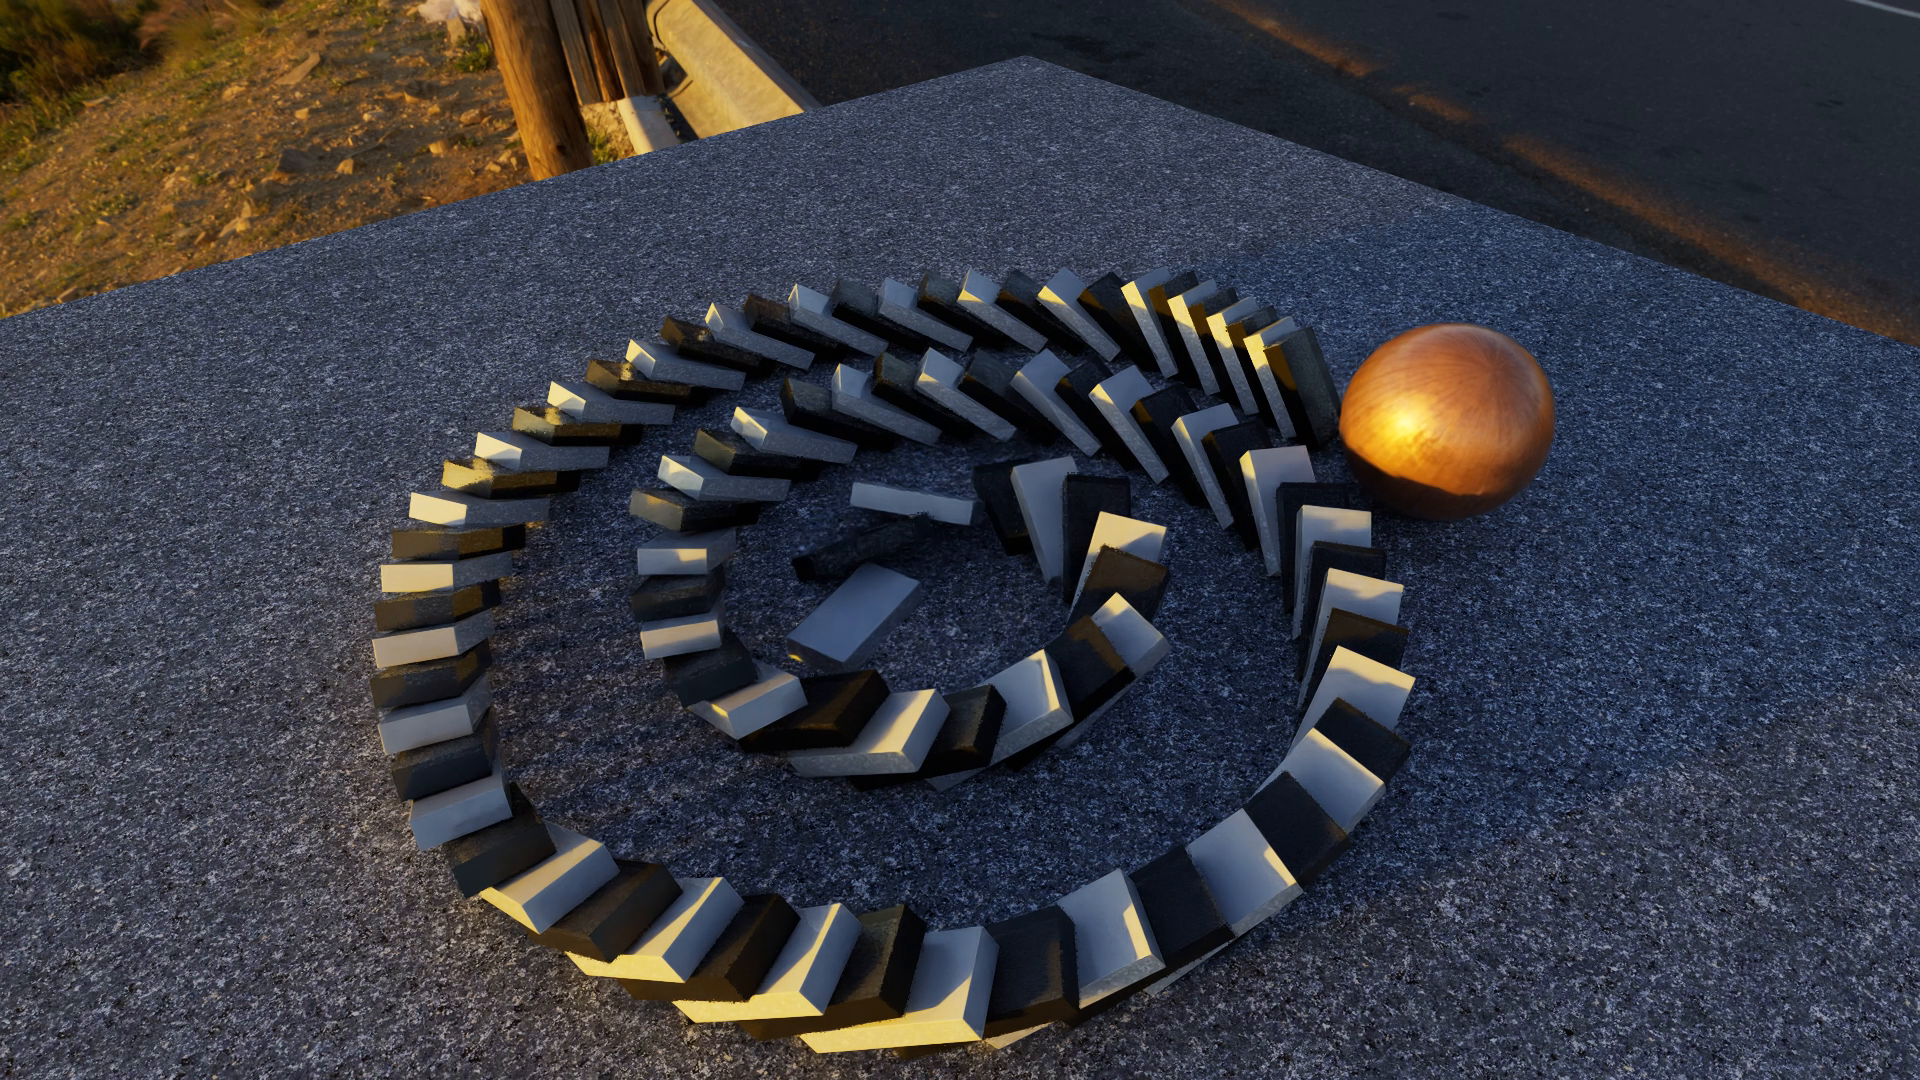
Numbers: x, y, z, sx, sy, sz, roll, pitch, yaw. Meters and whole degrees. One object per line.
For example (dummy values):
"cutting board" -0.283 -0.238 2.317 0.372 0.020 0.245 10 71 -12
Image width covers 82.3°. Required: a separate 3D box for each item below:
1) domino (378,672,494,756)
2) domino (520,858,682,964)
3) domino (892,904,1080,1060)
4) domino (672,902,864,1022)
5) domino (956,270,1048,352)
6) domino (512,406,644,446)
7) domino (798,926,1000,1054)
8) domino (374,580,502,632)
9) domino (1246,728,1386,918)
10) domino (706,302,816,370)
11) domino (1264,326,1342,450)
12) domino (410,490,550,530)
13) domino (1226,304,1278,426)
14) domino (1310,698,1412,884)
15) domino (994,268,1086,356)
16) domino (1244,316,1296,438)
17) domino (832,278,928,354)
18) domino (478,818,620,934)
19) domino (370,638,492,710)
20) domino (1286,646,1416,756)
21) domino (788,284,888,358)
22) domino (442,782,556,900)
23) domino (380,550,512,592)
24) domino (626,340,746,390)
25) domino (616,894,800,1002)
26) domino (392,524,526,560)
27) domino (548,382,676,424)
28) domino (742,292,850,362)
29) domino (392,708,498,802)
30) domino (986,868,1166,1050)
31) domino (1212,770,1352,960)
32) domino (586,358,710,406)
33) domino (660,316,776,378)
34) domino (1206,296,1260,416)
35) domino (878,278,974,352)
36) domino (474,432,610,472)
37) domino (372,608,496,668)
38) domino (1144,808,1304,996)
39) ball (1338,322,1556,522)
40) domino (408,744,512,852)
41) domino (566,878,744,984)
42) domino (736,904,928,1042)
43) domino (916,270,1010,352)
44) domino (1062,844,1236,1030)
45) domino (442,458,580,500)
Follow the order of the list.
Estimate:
"domino" -0.168 0.055 0.356 0.025 0.009 0.050 -13 8 -15
"domino" -0.099 0.100 0.300 0.050 0.009 0.025 -14 22 47
"domino" 0.006 0.115 0.285 0.050 0.009 0.025 -24 35 19
"domino" -0.050 0.110 0.286 0.050 0.010 0.025 -21 27 36
"domino" 0.023 -0.119 0.569 0.050 0.010 0.025 28 37 -13
"domino" -0.168 -0.050 0.487 0.025 0.010 0.050 23 16 25
"domino" -0.016 0.116 0.283 0.050 0.010 0.025 -18 32 27
"domino" -0.185 0.023 0.394 0.025 0.010 0.050 -7 5 -5
"domino" 0.098 0.083 0.323 0.050 0.010 0.025 -46 54 -5
"domino" -0.099 -0.101 0.548 0.050 0.010 0.025 13 29 -35
"domino" 0.157 -0.068 0.498 0.025 0.050 0.010 -31 11 -32
"domino" -0.191 -0.013 0.439 0.025 0.009 0.050 12 8 14
"domino" 0.145 -0.081 0.514 0.025 0.050 0.010 -31 11 -32
"domino" 0.110 0.075 0.333 0.025 0.010 0.050 36 81 36
"domino" 0.044 -0.118 0.569 0.050 0.010 0.025 32 41 -8
"domino" 0.151 -0.075 0.506 0.025 0.050 0.010 -31 11 -32
"domino" -0.041 -0.115 0.566 0.050 0.010 0.025 21 34 -21
"domino" -0.118 0.093 0.310 0.025 0.010 0.050 -36 19 -36
"domino" -0.176 0.044 0.369 0.025 0.009 0.050 -9 7 -11
"domino" 0.121 0.062 0.348 0.025 0.010 0.050 24 77 24
"domino" -0.062 -0.112 0.561 0.050 0.010 0.025 19 33 -25
"domino" -0.136 0.086 0.319 0.025 0.009 0.050 -25 15 -27
"domino" -0.189 0.011 0.408 0.025 0.009 0.050 -1 5 0
"domino" -0.131 -0.084 0.528 0.050 0.009 0.025 1 29 -46
"domino" -0.067 0.108 0.290 0.050 0.009 0.025 -19 24 39
"domino" -0.191 0.000 0.422 0.025 0.009 0.050 2 5 5
"domino" -0.158 -0.062 0.501 0.025 0.009 0.050 28 18 30
"domino" -0.082 -0.107 0.554 0.050 0.010 0.025 15 28 -31
"domino" -0.159 0.066 0.343 0.025 0.009 0.050 -16 10 -19
"domino" 0.026 0.110 0.290 0.050 0.010 0.025 -31 40 11
"domino" 0.083 0.092 0.312 0.050 0.010 0.025 -40 50 0
"domino" -0.146 -0.073 0.515 0.025 0.010 0.050 33 22 34
"domino" -0.118 -0.094 0.538 0.050 0.010 0.025 10 24 -40
"domino" 0.137 -0.087 0.522 0.025 0.050 0.010 -31 11 -32
"domino" -0.018 -0.116 0.569 0.050 0.010 0.025 21 36 -18
"domino" -0.178 -0.038 0.472 0.025 0.010 0.050 20 14 23
"domino" -0.181 0.033 0.381 0.025 0.010 0.050 -9 5 -10
"domino" 0.066 0.099 0.303 0.050 0.009 0.025 -36 47 3
"ball" 0.196 -0.048 0.446 0.080 0.080 0.080 0 39 0
"domino" -0.150 0.076 0.331 0.025 0.010 0.050 -19 12 -21
"domino" -0.082 0.104 0.294 0.050 0.010 0.025 -17 24 42
"domino" -0.033 0.112 0.284 0.050 0.010 0.025 -24 29 31
"domino" 0.002 -0.118 0.569 0.050 0.010 0.025 25 35 -17
"domino" 0.045 0.106 0.295 0.050 0.010 0.025 -32 42 7
"domino" -0.185 -0.026 0.457 0.025 0.009 0.050 17 12 19
